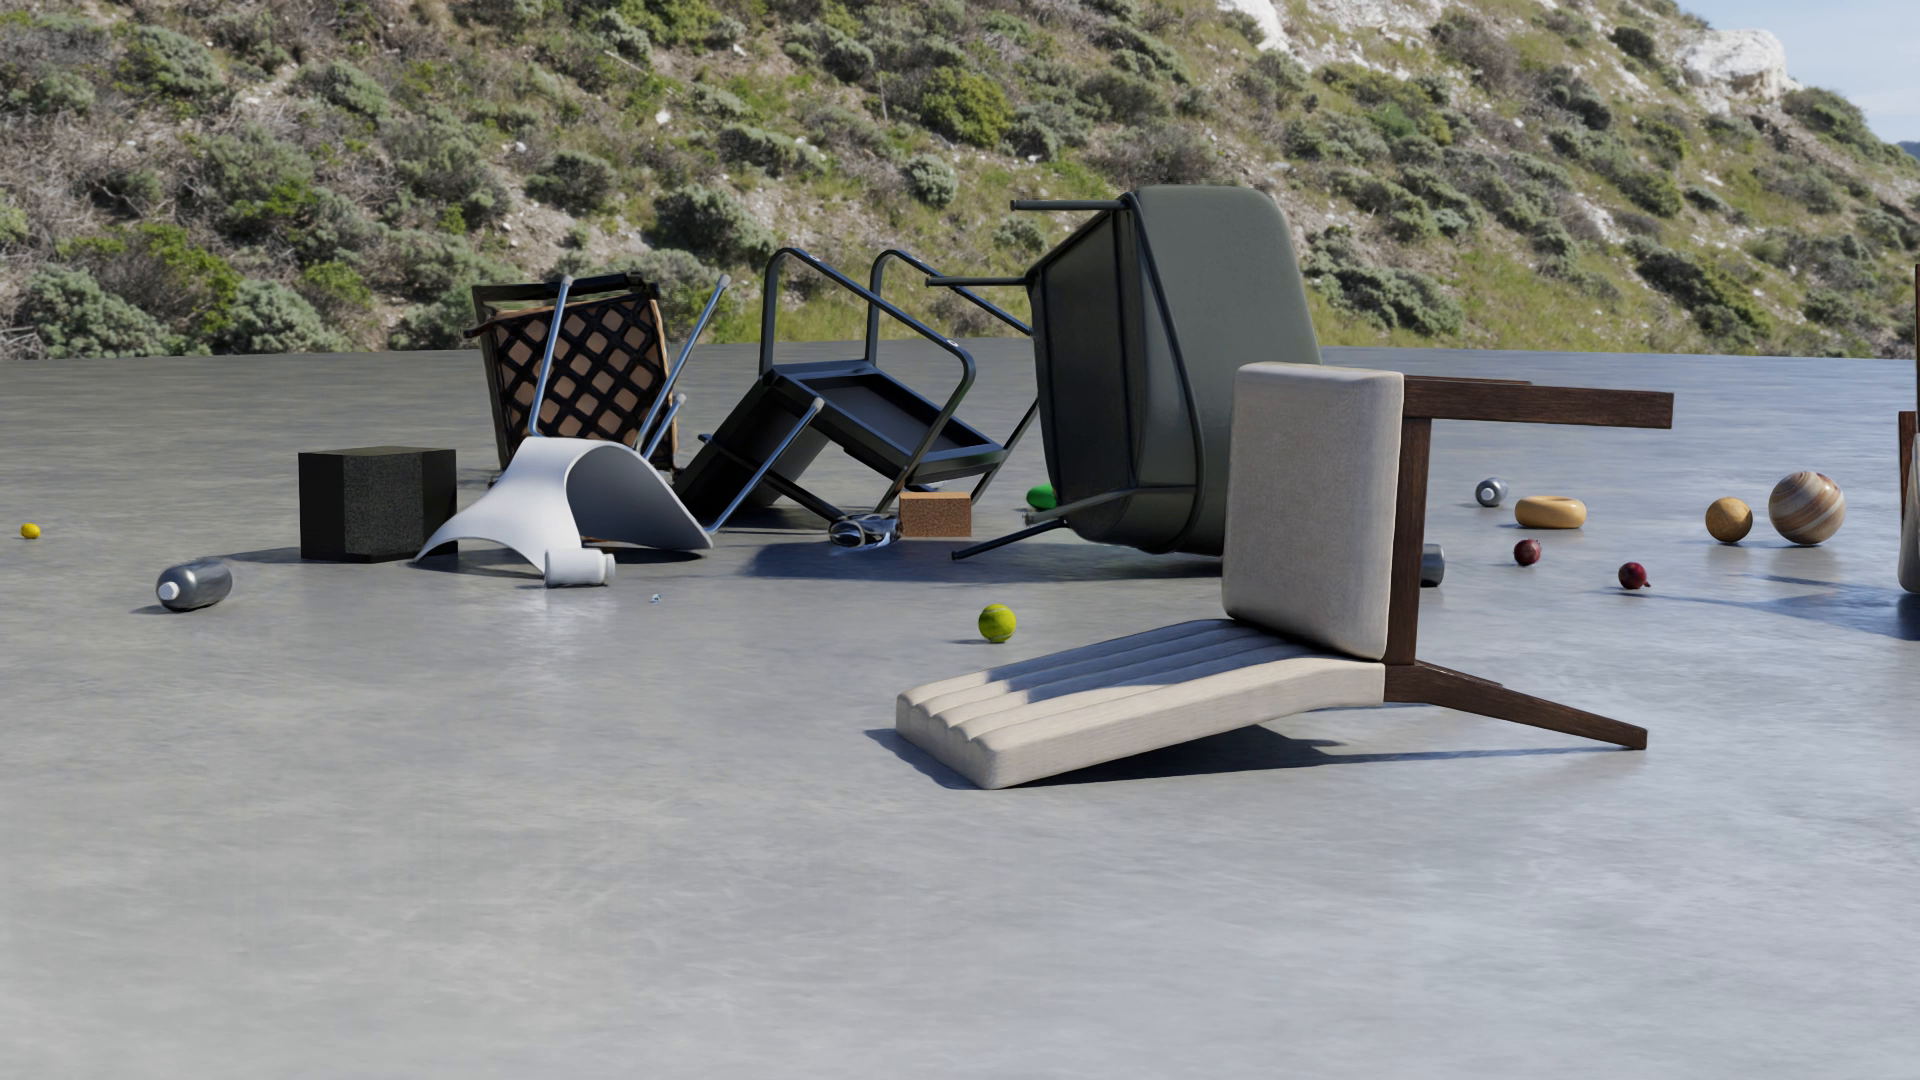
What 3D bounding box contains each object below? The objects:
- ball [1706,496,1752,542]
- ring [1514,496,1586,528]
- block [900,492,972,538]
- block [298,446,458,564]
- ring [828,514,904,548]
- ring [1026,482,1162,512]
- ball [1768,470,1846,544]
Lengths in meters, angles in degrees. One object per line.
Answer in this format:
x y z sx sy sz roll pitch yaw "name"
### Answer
1.902 -0.050 6.345 0.113 0.113 0.113 0 6 0 "ball"
1.552 -0.072 6.745 0.186 0.076 0.161 3 8 20 "ring"
-0.065 -0.066 6.571 0.178 0.098 0.181 0 6 -3 "block"
-1.369 -0.087 6.045 0.224 0.247 0.289 4 7 32 "block"
-0.230 -0.024 6.320 0.156 0.067 0.302 4 6 21 "ring"
0.376 -0.119 7.211 0.382 0.074 0.213 0 5 8 "ring"
2.077 -0.079 6.291 0.182 0.182 0.182 0 6 0 "ball"
